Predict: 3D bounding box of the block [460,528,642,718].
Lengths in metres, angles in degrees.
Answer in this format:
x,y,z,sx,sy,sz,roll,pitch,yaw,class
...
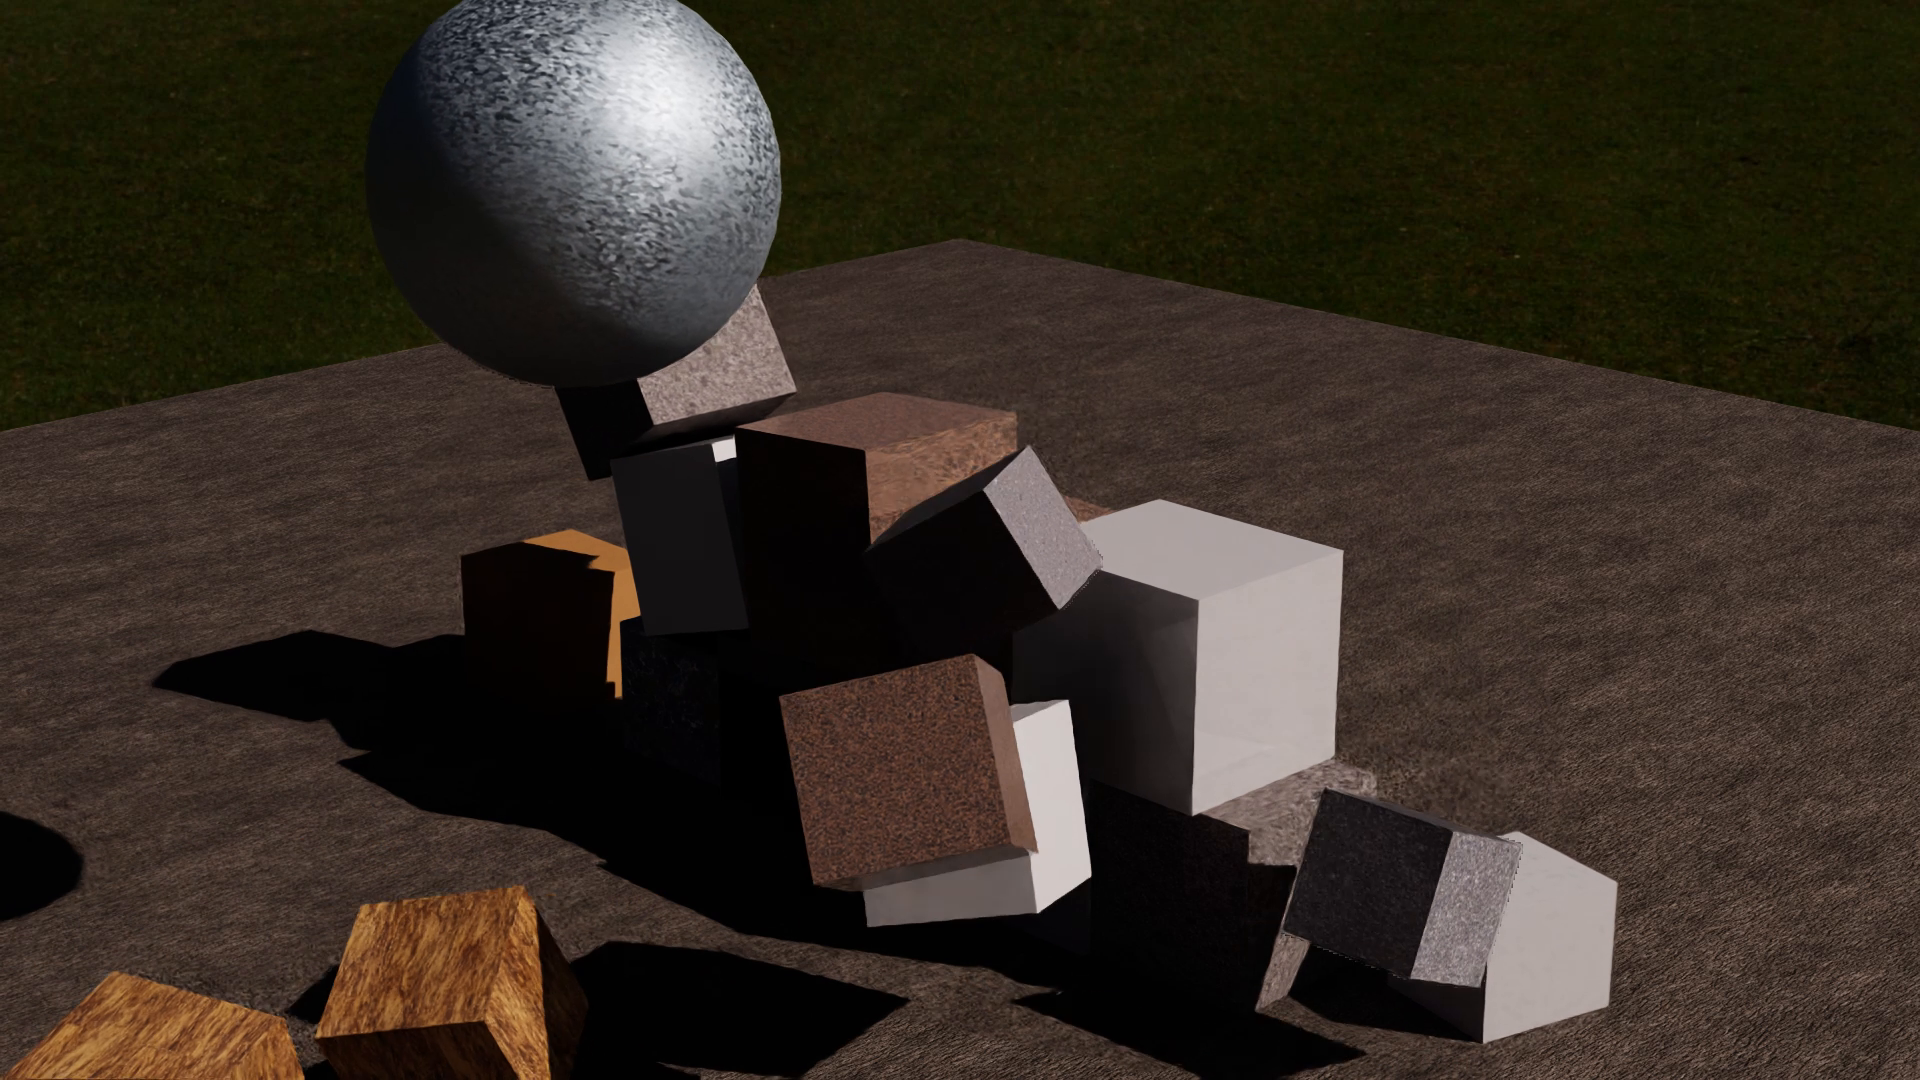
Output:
x,y,z,sx,sy,sz,roll,pitch,yaw,class
-2.146,0.435,15.783,0.722,0.706,0.784,-15,23,-40,block

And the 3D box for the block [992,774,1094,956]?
x,y,z,sx,sy,sz,roll,pitch,yaw,class
0.574,1.210,13.100,0.934,0.835,0.811,-17,24,-42,block

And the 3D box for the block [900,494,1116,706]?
x,y,z,sx,sy,sz,roll,pitch,yaw,class
0.278,0.278,13.093,0.816,0.766,0.731,-16,24,-41,block

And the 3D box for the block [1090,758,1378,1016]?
x,y,z,sx,sy,sz,roll,pitch,yaw,class
1.167,1.390,12.536,0.853,0.831,0.850,-17,24,-42,block

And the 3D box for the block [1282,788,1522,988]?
x,y,z,sx,sy,sz,roll,pitch,yaw,class
1.735,1.366,11.514,0.601,0.584,0.553,17,0,40,block

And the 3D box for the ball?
x,y,z,sx,sy,sz,roll,pitch,yaw,class
-1.489,-1.388,11.345,1.600,1.600,1.600,0,17,0,ball

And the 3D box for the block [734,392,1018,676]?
x,y,z,sx,sy,sz,roll,pitch,yaw,class
-0.363,-0.042,13.614,0.929,1.058,0.909,-16,19,-41,block

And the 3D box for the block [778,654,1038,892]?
x,y,z,sx,sy,sz,roll,pitch,yaw,class
-0.177,0.853,10.590,0.715,0.680,0.638,-13,-11,8,block

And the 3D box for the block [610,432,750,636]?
x,y,z,sx,sy,sz,roll,pitch,yaw,class
-1.058,-0.069,14.424,0.811,0.892,0.908,-15,6,-39,block

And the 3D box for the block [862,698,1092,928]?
x,y,z,sx,sy,sz,roll,pitch,yaw,class
0.042,1.060,11.497,0.679,0.720,0.833,-7,1,17,block

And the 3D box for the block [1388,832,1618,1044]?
x,y,z,sx,sy,sz,roll,pitch,yaw,class
2.249,1.640,12.192,0.673,0.560,0.617,-10,20,-29,block

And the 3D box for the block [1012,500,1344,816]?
x,y,z,sx,sy,sz,roll,pitch,yaw,class
0.916,0.473,12.498,0.929,0.933,1.031,-17,24,-42,block

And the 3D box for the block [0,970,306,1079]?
x,y,z,sx,sy,sz,roll,pitch,yaw,class
-2.763,2.081,10.178,0.777,0.759,0.688,9,36,27,block

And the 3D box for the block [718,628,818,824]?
x,y,z,sx,sy,sz,roll,pitch,yaw,class
-0.635,0.851,14.251,0.714,0.831,0.808,-17,24,-42,block

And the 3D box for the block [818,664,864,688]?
x,y,z,sx,sy,sz,roll,pitch,yaw,class
-0.024,0.982,13.673,0.916,0.927,0.874,-17,24,-42,block

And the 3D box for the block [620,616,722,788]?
x,y,z,sx,sy,sz,roll,pitch,yaw,class
-1.185,0.745,14.839,0.705,0.680,0.792,-17,24,-42,block

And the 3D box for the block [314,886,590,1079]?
x,y,z,sx,sy,sz,roll,pitch,yaw,class
-1.881,1.794,10.953,0.675,0.679,0.643,-8,39,16,block

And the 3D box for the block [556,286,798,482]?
x,y,z,sx,sy,sz,roll,pitch,yaw,class
-1.482,-0.880,14.760,0.834,0.787,0.815,-16,-10,-34,block

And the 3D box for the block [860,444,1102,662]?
x,y,z,sx,sy,sz,roll,pitch,yaw,class
0.079,0.069,10.747,0.585,0.514,0.468,-28,9,30,block
